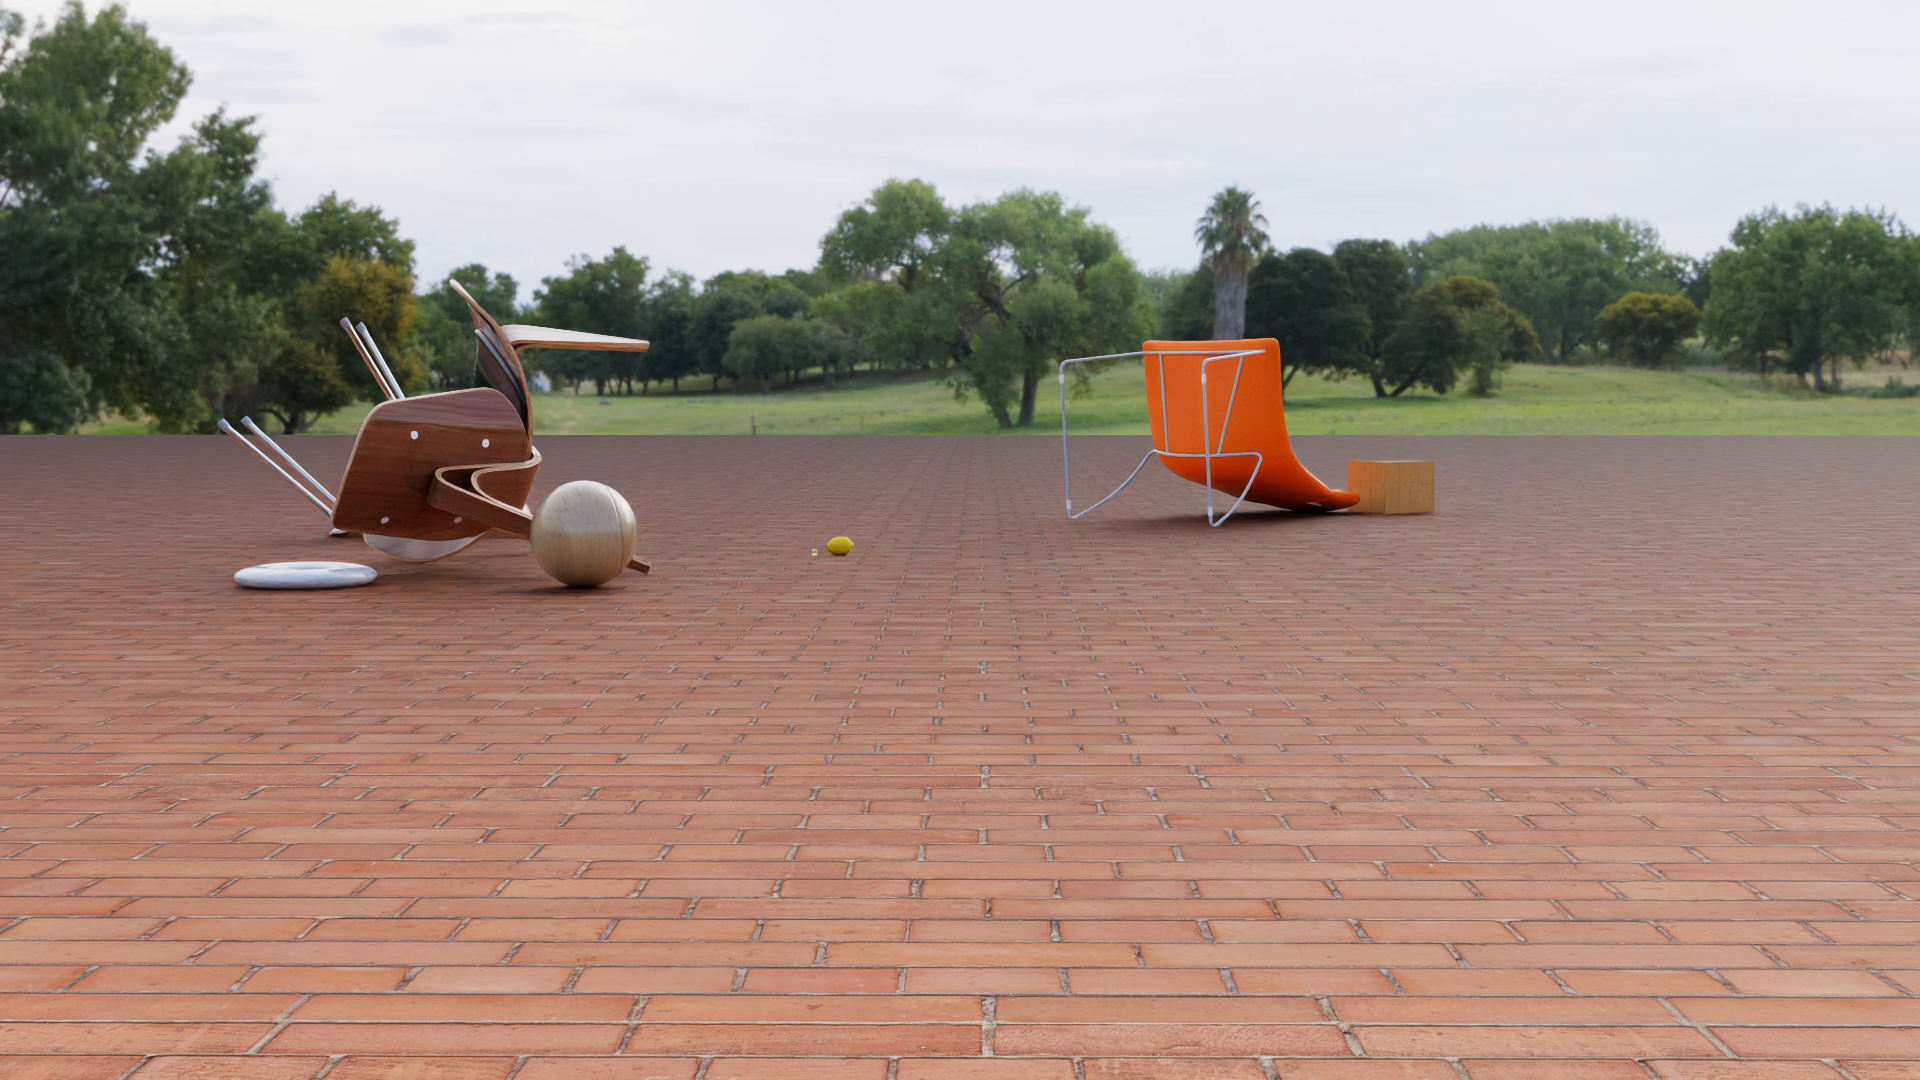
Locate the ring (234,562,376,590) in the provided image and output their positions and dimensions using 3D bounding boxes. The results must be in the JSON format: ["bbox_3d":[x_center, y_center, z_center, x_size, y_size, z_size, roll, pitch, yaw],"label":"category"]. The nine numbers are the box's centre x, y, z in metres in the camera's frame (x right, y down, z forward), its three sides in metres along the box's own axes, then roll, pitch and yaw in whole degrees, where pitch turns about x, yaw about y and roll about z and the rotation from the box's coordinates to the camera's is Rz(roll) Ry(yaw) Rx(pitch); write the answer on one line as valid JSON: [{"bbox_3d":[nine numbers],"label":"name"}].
[{"bbox_3d":[-1.498,0.082,5.037,0.315,0.045,0.322,0,4,-7],"label":"ring"}]

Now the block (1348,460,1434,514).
[{"bbox_3d":[1.580,-0.197,8.061,0.236,0.185,0.204,-2,5,-31],"label":"block"}]

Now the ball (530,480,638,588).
[{"bbox_3d":[-0.851,-0.014,4.978,0.242,0.242,0.242,0,4,0],"label":"ball"}]
